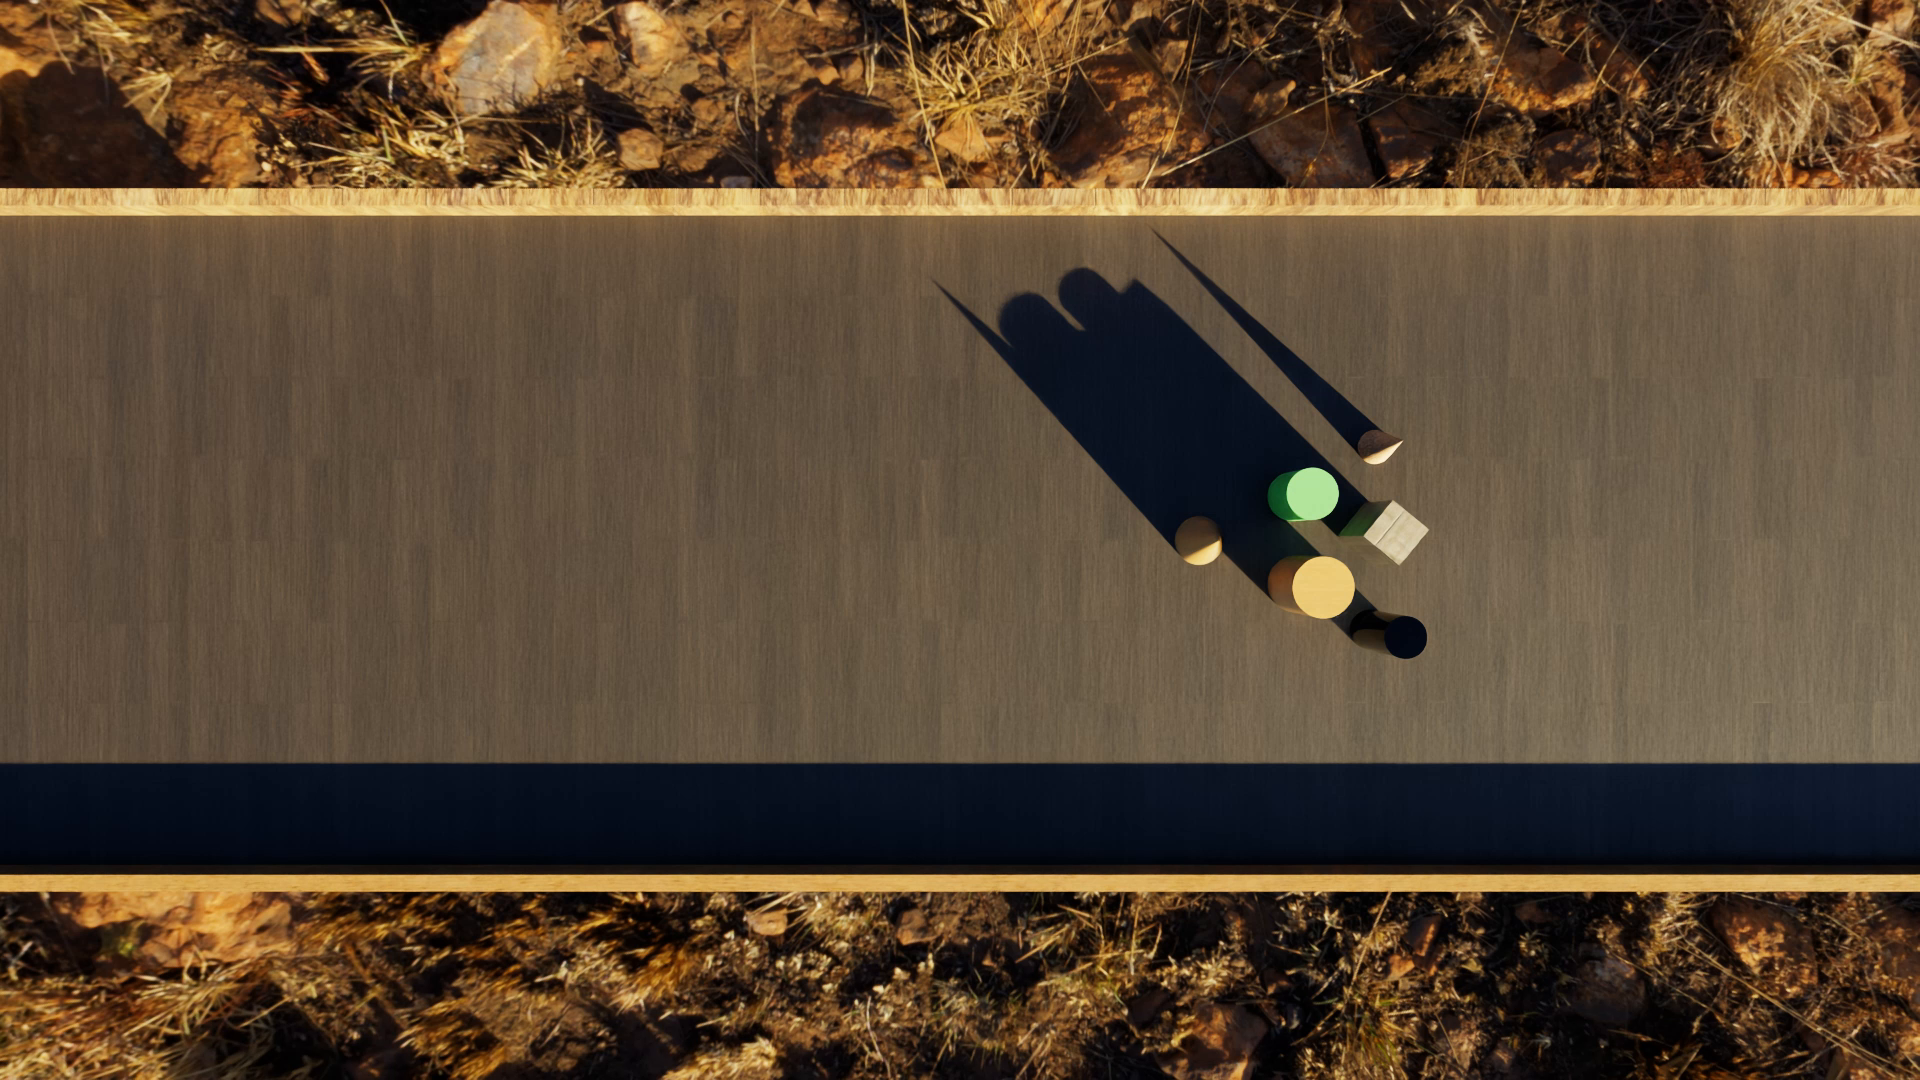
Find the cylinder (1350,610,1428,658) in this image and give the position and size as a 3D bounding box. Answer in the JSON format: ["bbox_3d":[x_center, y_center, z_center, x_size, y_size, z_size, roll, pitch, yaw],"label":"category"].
[{"bbox_3d":[1.261,0.276,4.870,0.122,0.412,0.122,0,90,0],"label":"cylinder"}]

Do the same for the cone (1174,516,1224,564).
[{"bbox_3d":[0.736,0.001,4.880,0.151,0.393,0.151,0,90,0],"label":"cone"}]

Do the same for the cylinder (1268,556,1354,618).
[{"bbox_3d":[1.034,0.135,4.884,0.177,0.386,0.177,0,90,0],"label":"cylinder"}]

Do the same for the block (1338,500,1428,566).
[{"bbox_3d":[1.255,-0.021,4.911,0.134,0.331,0.134,39,90,0],"label":"block"}]

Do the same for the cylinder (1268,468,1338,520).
[{"bbox_3d":[1.021,-0.134,4.926,0.151,0.300,0.151,0,90,0],"label":"cylinder"}]

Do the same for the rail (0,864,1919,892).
[{"bbox_3d":[-2.247,1.025,5.001,12.000,0.150,0.050,0,90,0],"label":"rail"}]

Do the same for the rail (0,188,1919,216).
[{"bbox_3d":[-2.247,-1.025,5.002,12.000,0.150,0.050,0,90,0],"label":"rail"}]

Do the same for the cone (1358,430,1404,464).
[{"bbox_3d":[1.276,-0.286,4.910,0.105,0.332,0.105,0,90,0],"label":"cone"}]
